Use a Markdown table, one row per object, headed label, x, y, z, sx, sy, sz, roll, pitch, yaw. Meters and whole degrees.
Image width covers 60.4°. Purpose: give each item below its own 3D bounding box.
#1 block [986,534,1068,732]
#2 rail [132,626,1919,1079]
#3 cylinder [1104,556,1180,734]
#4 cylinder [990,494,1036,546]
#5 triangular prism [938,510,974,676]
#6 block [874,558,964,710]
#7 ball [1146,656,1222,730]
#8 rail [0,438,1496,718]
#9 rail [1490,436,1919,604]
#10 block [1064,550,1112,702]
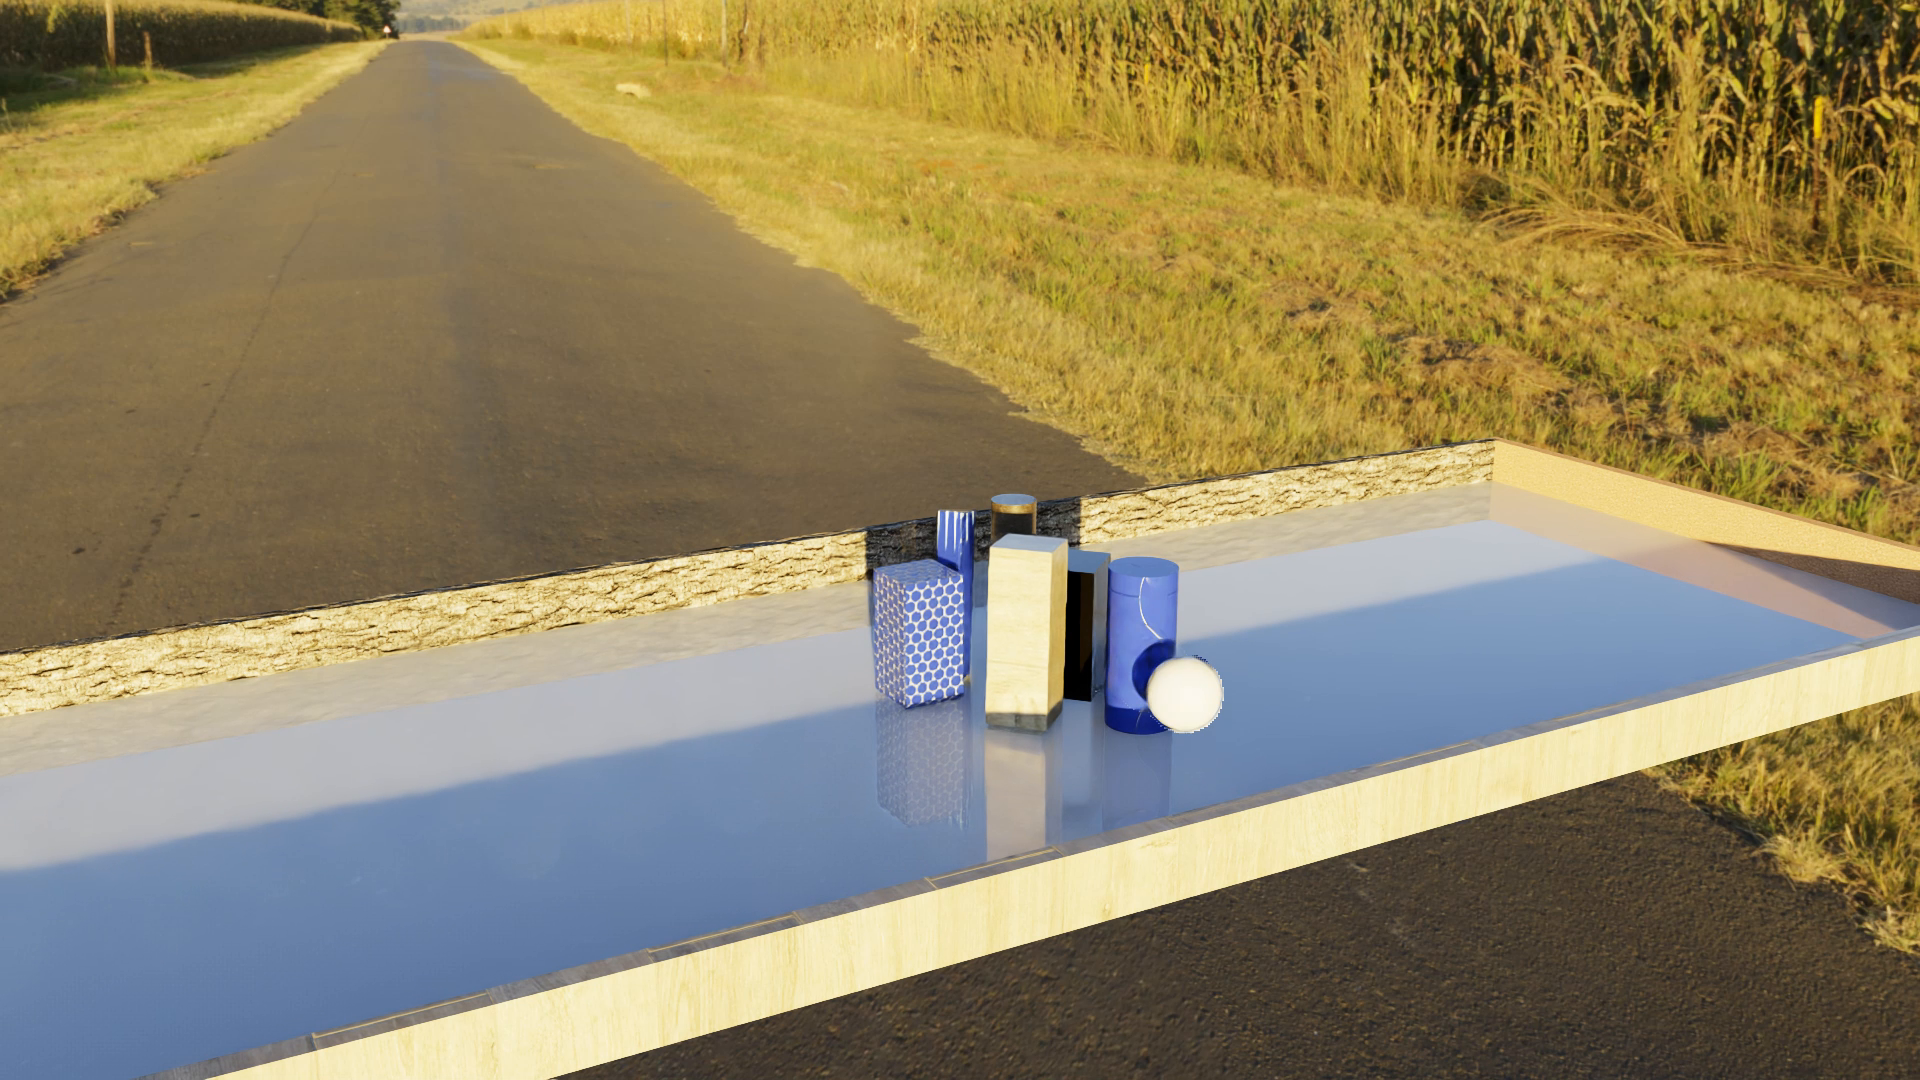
| label | x | y | z | sx | sy | sz | roll | pitch | yaw |
| --- | --- | --- | --- | --- | --- | --- | --- | --- | --- |
| block | 0.157 | 0.214 | 3.860 | 0.147 | 0.425 | 0.147 | 5 | 14 | 18 |
| rail | -2.336 | 1.006 | 1.665 | 12.000 | 0.150 | 0.050 | -9 | 18 | -27 |
| cylinder | 0.422 | 0.245 | 3.844 | 0.163 | 0.382 | 0.163 | 0 | 16 | 0 |
| cylinder | 0.141 | 0.083 | 4.371 | 0.119 | 0.395 | 0.119 | 0 | 16 | 0 |
| triangular prism | -0.001 | 0.135 | 4.156 | 0.079 | 0.414 | 0.091 | 0 | 4 | -38 |
| block | -0.100 | 0.227 | 4.028 | 0.160 | 0.313 | 0.160 | -9 | 19 | -29 |
| ball | 0.489 | 0.335 | 3.608 | 0.164 | 0.164 | 0.164 | 0 | 16 | 0 |
| rail | -3.305 | 0.497 | 3.399 | 12.000 | 0.150 | 0.050 | -9 | 18 | -27 |
| rail | 2.466 | -0.048 | 5.253 | 0.050 | 0.150 | 2.100 | -9 | 18 | -27 |
| block | 0.263 | 0.205 | 4.074 | 0.176 | 0.328 | 0.176 | 5 | 17 | 18 |
